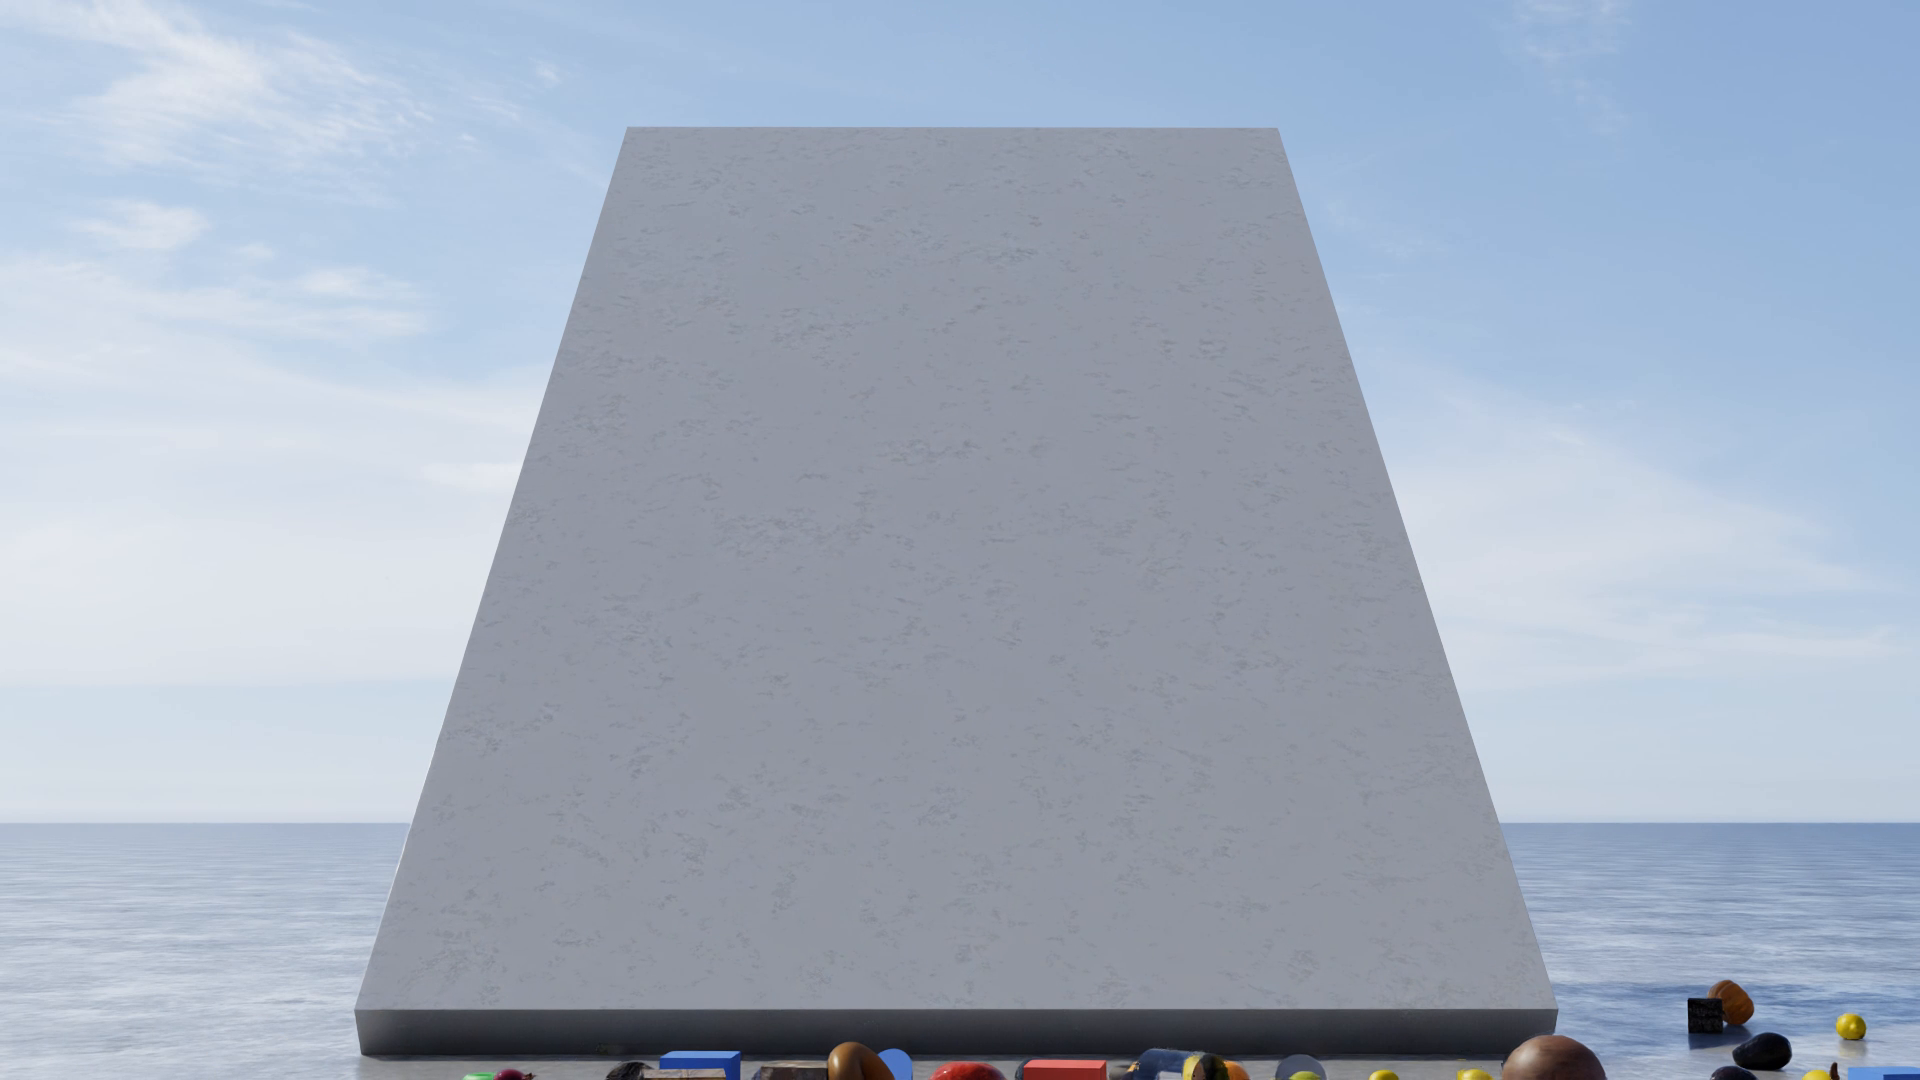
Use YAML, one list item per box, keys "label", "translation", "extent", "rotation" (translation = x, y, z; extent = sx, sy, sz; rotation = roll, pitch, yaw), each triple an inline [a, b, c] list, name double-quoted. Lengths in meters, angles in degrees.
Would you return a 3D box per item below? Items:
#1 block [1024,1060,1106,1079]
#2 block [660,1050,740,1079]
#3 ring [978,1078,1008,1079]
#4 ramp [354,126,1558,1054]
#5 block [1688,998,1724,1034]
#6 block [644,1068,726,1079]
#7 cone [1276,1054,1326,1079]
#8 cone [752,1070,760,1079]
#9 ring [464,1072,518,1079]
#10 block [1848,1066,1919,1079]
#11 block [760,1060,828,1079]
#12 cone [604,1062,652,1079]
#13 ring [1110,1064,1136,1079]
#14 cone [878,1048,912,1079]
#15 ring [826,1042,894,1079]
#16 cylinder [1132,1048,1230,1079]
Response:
- label: "block"
  translation: [0.130, 0.694, 2.998]
  extent: [0.094, 0.094, 0.094]
  rotation: [-1, -7, 8]
- label: "block"
  translation: [-0.336, 0.712, 3.139]
  extent: [0.091, 0.091, 0.091]
  rotation: [0, -7, 3]
- label: "ring"
  translation: [0.043, 0.771, 3.391]
  extent: [0.093, 0.031, 0.093]
  rotation: [-1, -6, 0]
- label: "ramp"
  translation: [-0.014, -0.202, 5.774]
  extent: [2.000, 0.100, 4.000]
  rotation: [0, 31, 0]
- label: "block"
  translation: [1.384, 0.883, 4.508]
  extent: [0.060, 0.060, 0.060]
  rotation: [-2, -7, 19]
- label: "block"
  translation: [-0.327, 0.679, 2.872]
  extent: [0.095, 0.095, 0.095]
  rotation: [1, -7, -7]
- label: "cone"
  translation: [0.479, 0.776, 3.438]
  extent: [0.072, 0.072, 0.072]
  rotation: [0, -33, 0]
- label: "cone"
  translation: [-0.230, 0.744, 3.195]
  extent: [0.088, 0.088, 0.088]
  rotation: [-1, -33, 7]
- label: "ring"
  translation: [-0.679, 0.786, 3.506]
  extent: [0.083, 0.028, 0.083]
  rotation: [1, -7, 0]
- label: "block"
  translation: [1.164, 0.701, 3.013]
  extent: [0.084, 0.084, 0.084]
  rotation: [1, -7, -9]
- label: "block"
  translation: [-0.202, 0.709, 3.088]
  extent: [0.084, 0.084, 0.084]
  rotation: [-1, -7, 9]
- label: "cone"
  translation: [-0.427, 0.749, 3.229]
  extent: [0.083, 0.083, 0.083]
  rotation: [-1, -33, 12]
- label: "ring"
  translation: [0.264, 0.796, 3.598]
  extent: [0.087, 0.029, 0.087]
  rotation: [1, -6, 0]
- label: "cone"
  translation: [-0.084, 0.778, 3.469]
  extent: [0.077, 0.077, 0.077]
  rotation: [-4, -34, 30]
- label: "ring"
  translation: [-0.119, 0.695, 3.074]
  extent: [0.043, 0.130, 0.130]
  rotation: [-37, -18, 14]
- label: "cylinder"
  translation: [0.289, 0.716, 3.182]
  extent: [0.092, 0.092, 0.092]
  rotation: [-5, -8, 40]
